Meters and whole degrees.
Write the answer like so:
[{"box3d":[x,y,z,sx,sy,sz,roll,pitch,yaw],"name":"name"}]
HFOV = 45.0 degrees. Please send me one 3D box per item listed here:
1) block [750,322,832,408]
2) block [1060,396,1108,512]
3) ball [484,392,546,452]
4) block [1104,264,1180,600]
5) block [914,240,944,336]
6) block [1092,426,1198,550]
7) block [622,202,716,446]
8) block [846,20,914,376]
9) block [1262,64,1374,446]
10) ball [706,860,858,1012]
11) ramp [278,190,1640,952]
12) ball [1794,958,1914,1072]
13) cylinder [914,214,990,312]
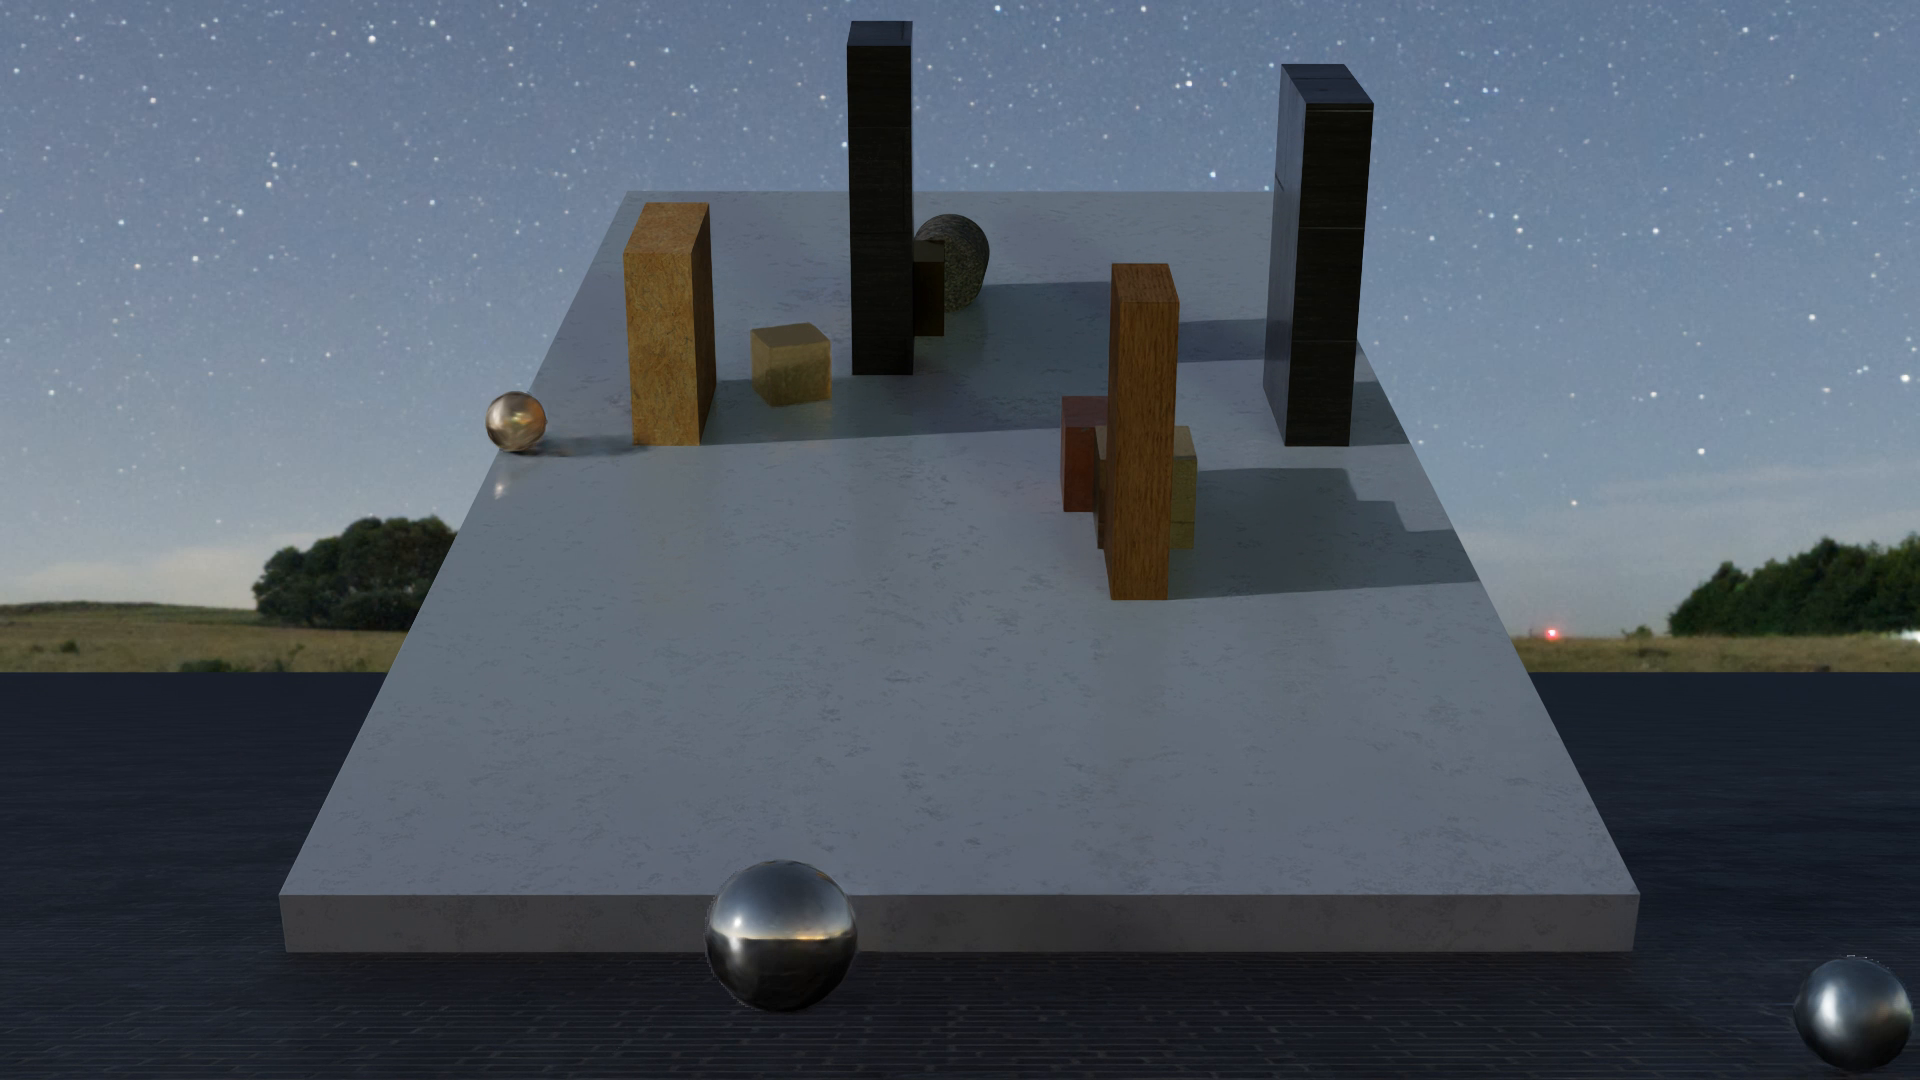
[{"box3d":[-0.392,-0.405,5.360,0.146,0.146,0.146,-9,25,-21],"name":"block"},{"box3d":[0.305,-0.179,4.790,0.185,0.185,0.185,0,23,0],"name":"block"},{"box3d":[-0.965,-0.257,5.032,0.131,0.131,0.131,0,-3,0],"name":"ball"},{"box3d":[0.337,-0.203,4.342,0.105,0.584,0.240,0,23,0],"name":"block"},{"box3d":[-0.136,-0.635,5.835,0.192,0.192,0.192,0,23,0],"name":"block"},{"box3d":[0.366,-0.106,4.617,0.189,0.189,0.189,0,23,0],"name":"block"},{"box3d":[-0.644,-0.488,5.184,0.144,0.437,0.409,0,23,0],"name":"block"},{"box3d":[-0.184,-0.810,5.495,0.144,0.782,0.294,0,23,0],"name":"block"},{"box3d":[0.784,-0.632,5.117,0.140,0.759,0.394,0,23,0],"name":"block"},{"box3d":[-0.220,0.488,2.858,0.186,0.186,0.186,0,-3,0],"name":"ball"},{"box3d":[-0.008,-0.227,5.258,2.000,0.100,4.000,0,23,0],"name":"ramp"},{"box3d":[0.940,0.499,2.438,0.117,0.117,0.117,0,-3,0],"name":"ball"},{"box3d":[-0.033,-0.720,6.015,0.206,0.206,0.206,0,23,6],"name":"cylinder"}]
